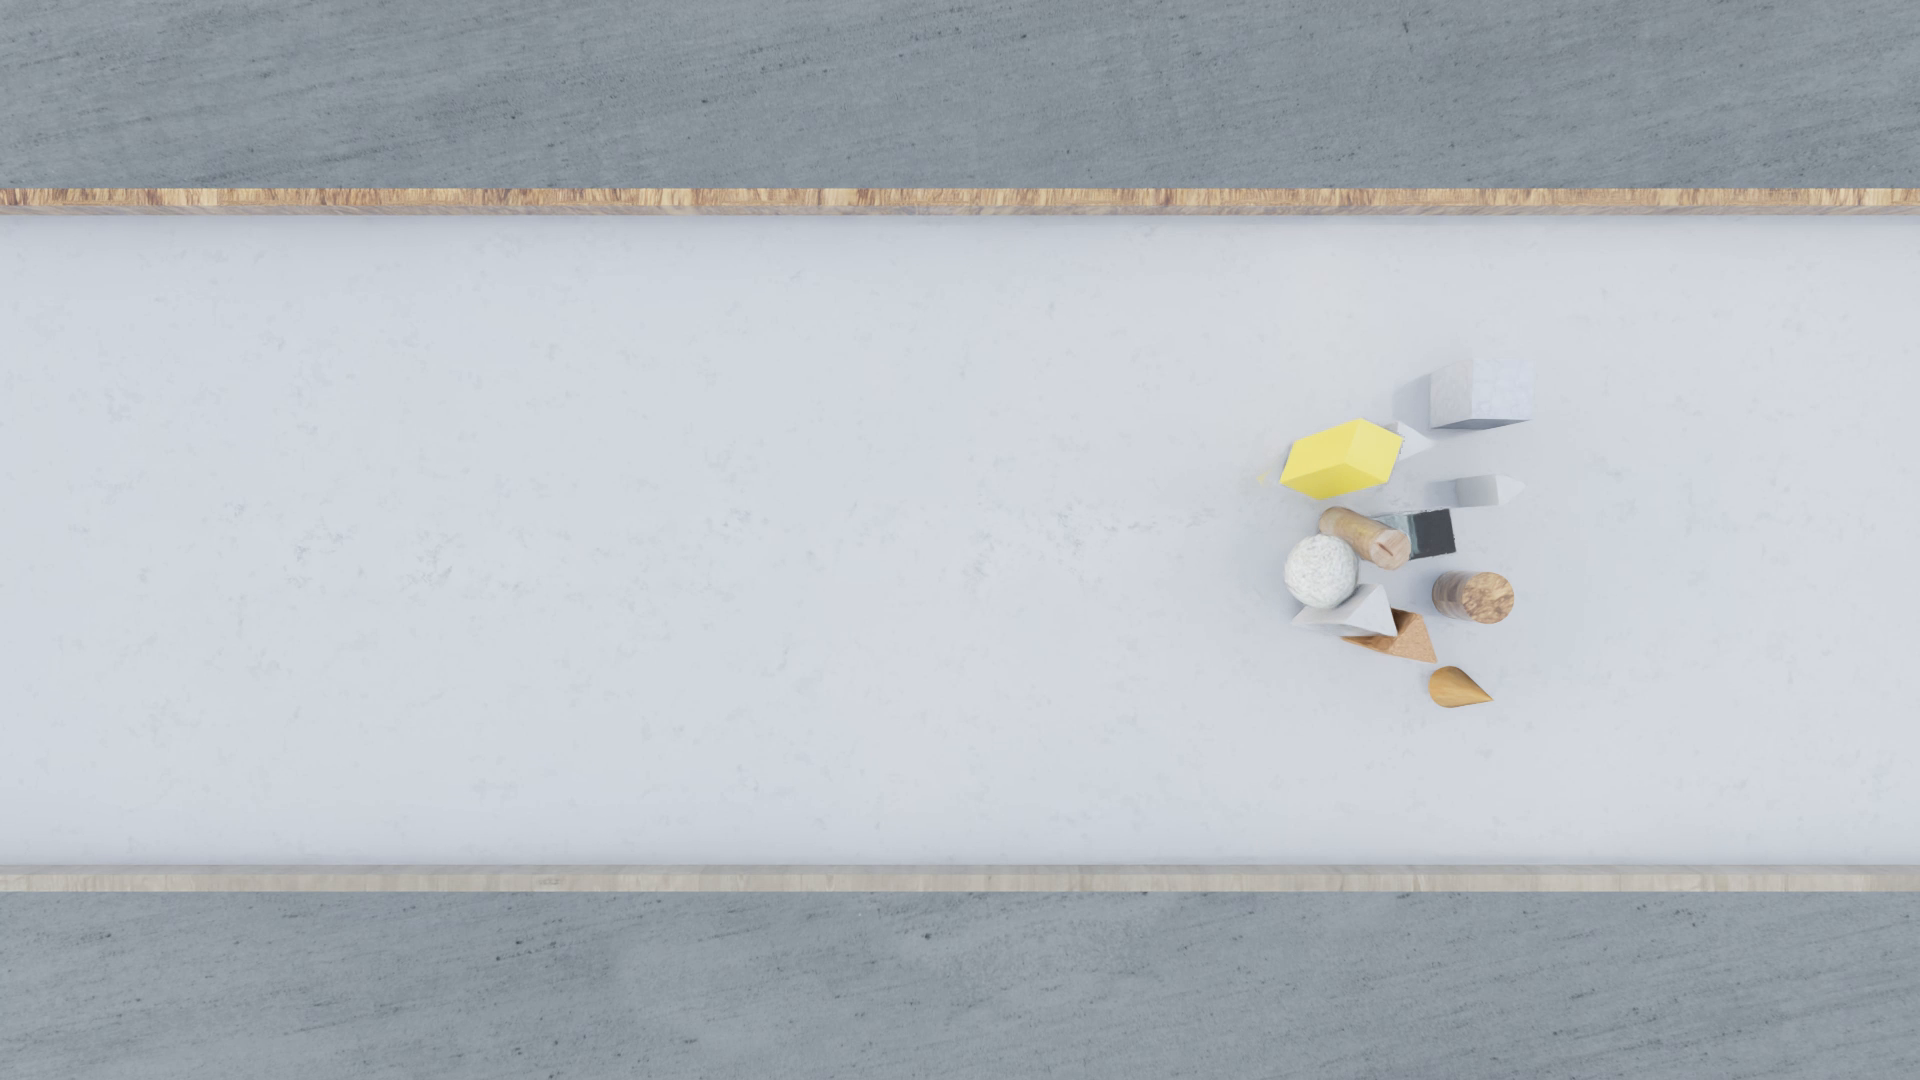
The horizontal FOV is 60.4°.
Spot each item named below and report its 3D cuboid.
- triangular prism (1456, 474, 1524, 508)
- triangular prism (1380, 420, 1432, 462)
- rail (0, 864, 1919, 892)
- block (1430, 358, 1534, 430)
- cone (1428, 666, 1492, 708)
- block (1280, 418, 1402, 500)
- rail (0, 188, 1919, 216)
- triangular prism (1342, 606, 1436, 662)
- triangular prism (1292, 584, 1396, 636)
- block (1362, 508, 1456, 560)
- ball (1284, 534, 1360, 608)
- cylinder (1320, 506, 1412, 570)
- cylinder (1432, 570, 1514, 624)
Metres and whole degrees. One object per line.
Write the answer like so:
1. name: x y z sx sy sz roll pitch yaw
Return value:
1. triangular prism: 1.552 -0.158 4.890 0.091 0.373 0.079 -37 90 0
2. triangular prism: 1.290 -0.298 4.919 0.119 0.315 0.103 -26 90 0
3. rail: -2.247 1.025 5.001 12.000 0.150 0.050 0 90 0
4. block: 1.534 -0.427 4.868 0.172 0.418 0.172 1 90 0
5. cone: 1.507 0.452 4.862 0.129 0.428 0.129 0 90 0
6. block: 1.110 -0.231 4.834 0.138 0.452 0.138 23 80 -9
7. rail: -2.247 -1.025 5.002 12.000 0.150 0.050 0 90 0
8. triangular prism: 1.267 0.263 4.849 0.145 0.446 0.126 11 91 -3
9. triangular prism: 1.139 0.199 4.857 0.154 0.431 0.134 14 85 -8
10. block: 1.306 -0.014 4.856 0.126 0.430 0.126 -9 90 -6
11. ball: 1.050 0.091 4.784 0.215 0.215 0.215 0 90 0
12. cylinder: 1.185 -0.011 4.845 0.116 0.436 0.116 -1 100 -7
13. cylinder: 1.527 0.168 4.921 0.151 0.311 0.151 0 90 0
